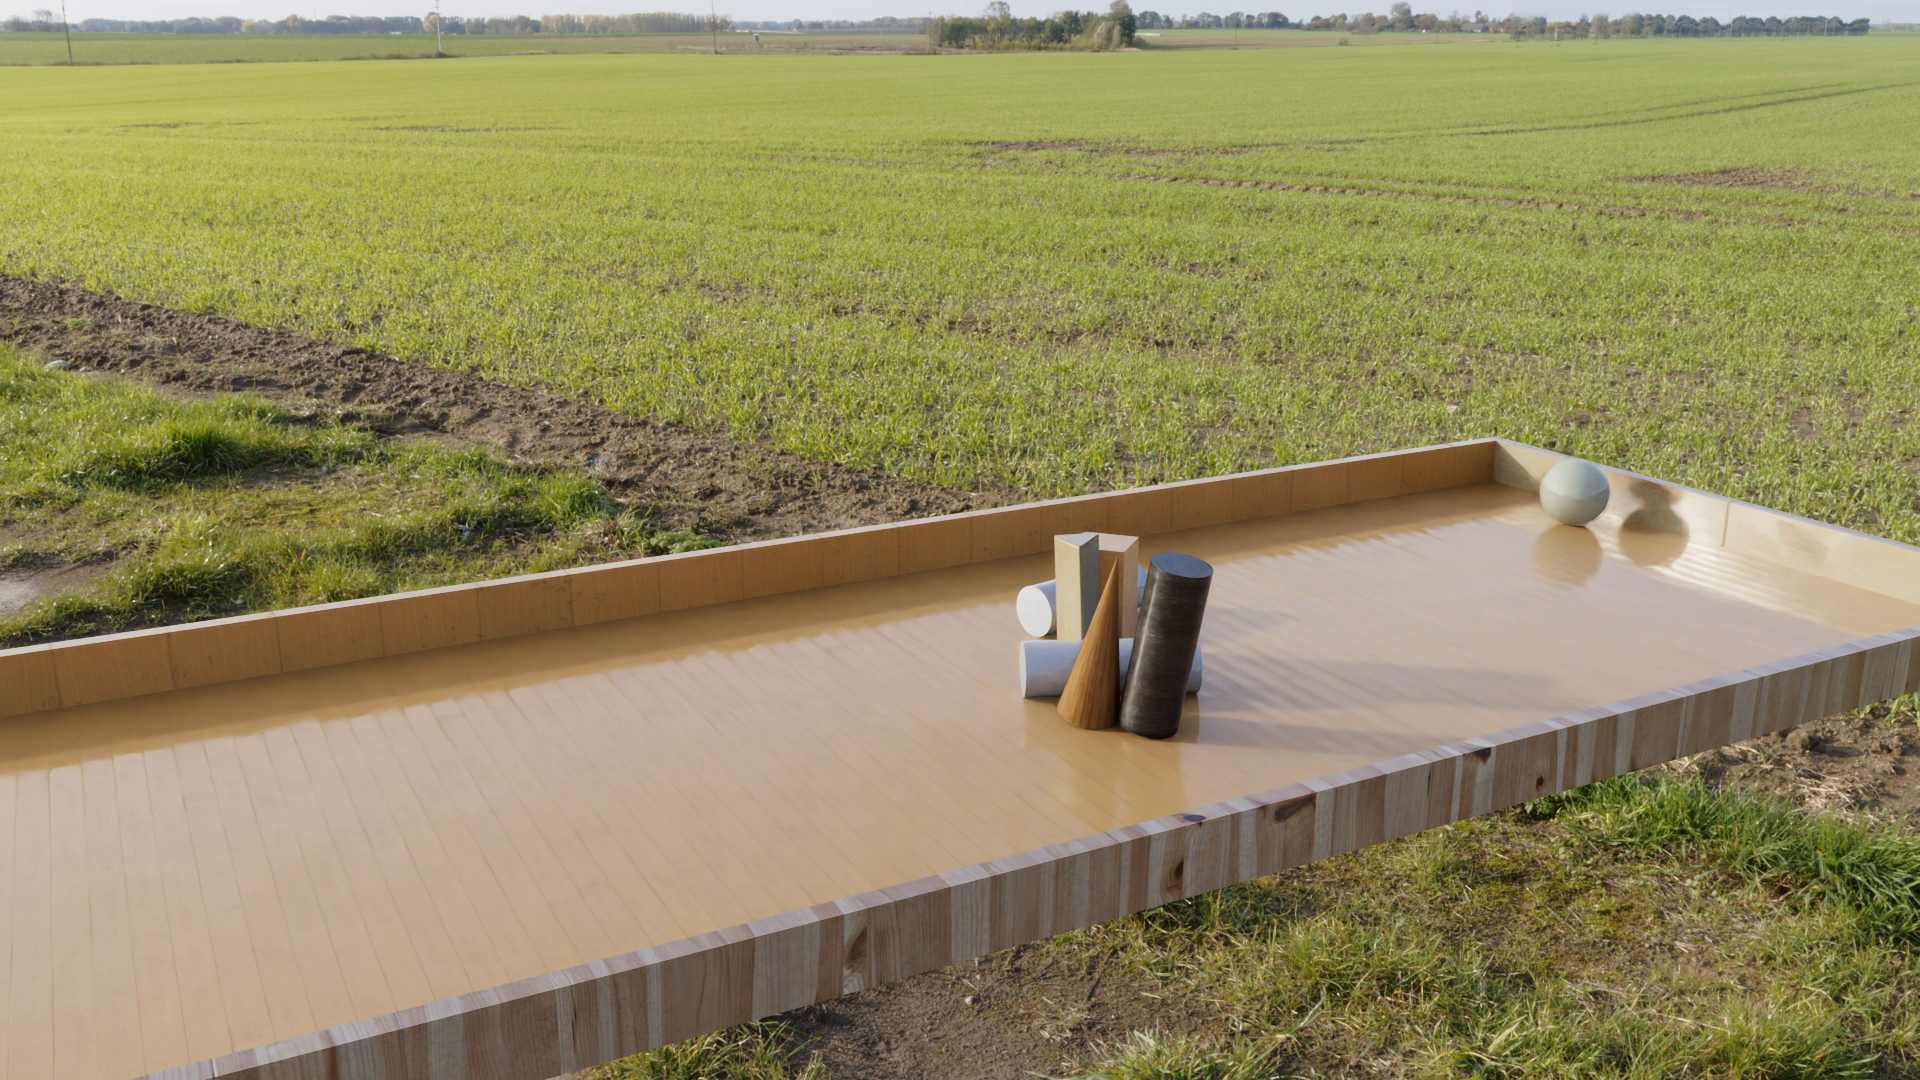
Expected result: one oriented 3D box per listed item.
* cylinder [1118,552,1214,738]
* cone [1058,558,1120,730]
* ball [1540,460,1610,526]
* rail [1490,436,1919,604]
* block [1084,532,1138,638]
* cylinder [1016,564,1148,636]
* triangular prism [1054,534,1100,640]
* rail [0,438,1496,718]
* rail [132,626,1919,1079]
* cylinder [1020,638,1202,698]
[{"bbox_3d":[0.468,0.242,3.778,0.143,0.406,0.143,8,22,-3],"label":"cylinder"},{"bbox_3d":[0.331,0.220,3.819,0.151,0.422,0.151,6,26,-3],"label":"cone"},{"bbox_3d":[2.052,-0.159,5.506,0.221,0.221,0.221,0,16,0],"label":"ball"},{"bbox_3d":[2.466,-0.048,5.253,0.050,0.150,2.100,-9,18,-27],"label":"rail"},{"bbox_3d":[0.368,0.157,4.254,0.144,0.319,0.144,6,18,20],"label":"block"},{"bbox_3d":[0.344,0.159,4.565,0.376,0.141,0.141,-13,21,-38],"label":"cylinder"},{"bbox_3d":[0.313,0.164,4.148,0.094,0.360,0.109,-13,20,-30],"label":"triangular prism"},{"bbox_3d":[-3.305,0.497,3.399,12.000,0.150,0.050,-9,18,-27],"label":"rail"},{"bbox_3d":[-2.336,1.006,1.665,12.000,0.150,0.050,-9,18,-27],"label":"rail"},{"bbox_3d":[0.368,0.311,4.051,0.430,0.139,0.139,-1,16,-4],"label":"cylinder"}]
